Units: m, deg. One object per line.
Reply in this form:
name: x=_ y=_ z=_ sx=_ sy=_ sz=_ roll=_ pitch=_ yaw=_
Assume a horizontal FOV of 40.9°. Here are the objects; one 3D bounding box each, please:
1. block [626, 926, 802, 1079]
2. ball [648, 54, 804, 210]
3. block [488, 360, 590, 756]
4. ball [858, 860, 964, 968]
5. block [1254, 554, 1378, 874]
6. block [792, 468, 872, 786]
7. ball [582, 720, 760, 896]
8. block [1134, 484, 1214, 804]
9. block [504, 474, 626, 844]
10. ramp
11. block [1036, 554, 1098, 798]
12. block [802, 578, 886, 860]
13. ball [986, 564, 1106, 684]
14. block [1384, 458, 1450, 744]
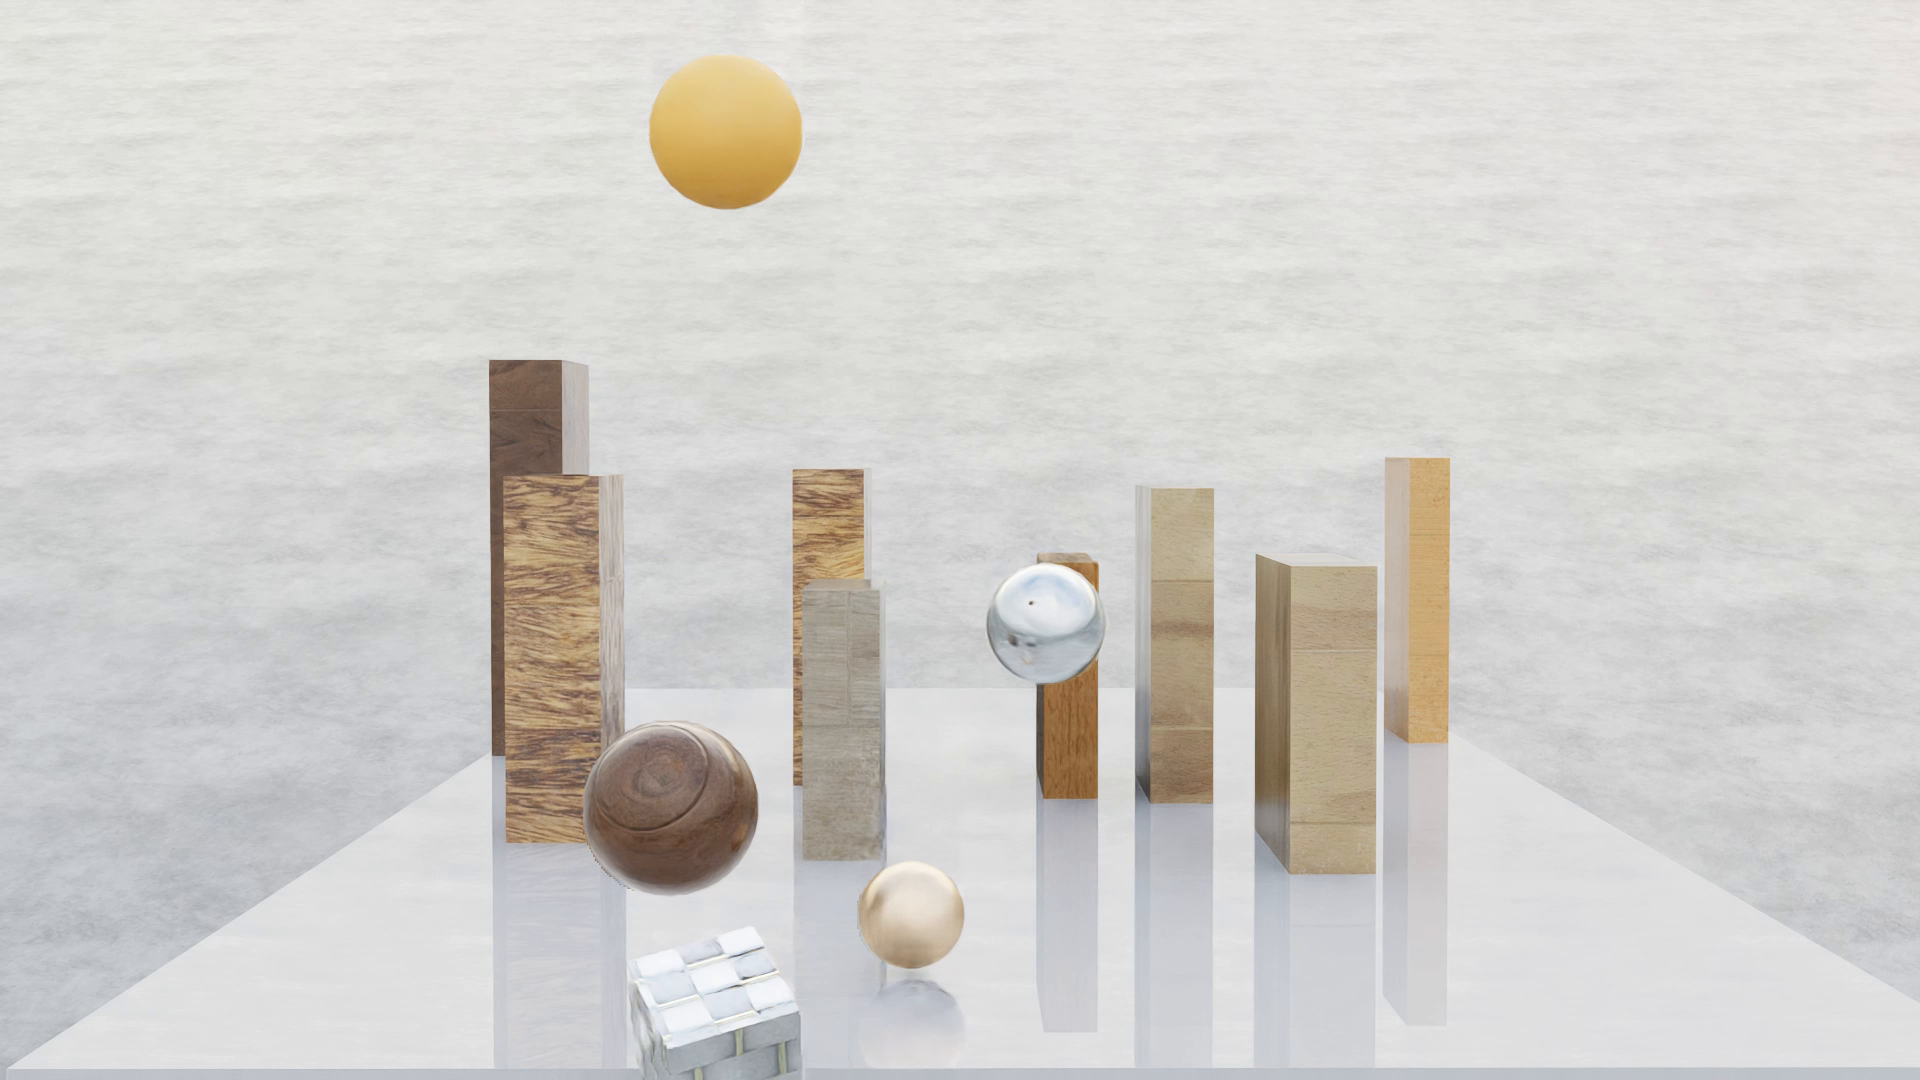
block: x=-0.237 y=0.479 z=2.491 sx=0.130 sy=0.130 sz=0.130 roll=-13 pitch=35 yaw=-20
ball: x=-0.234 y=-0.408 z=2.574 sx=0.154 sy=0.154 sz=0.154 roll=0 pitch=24 yaw=0
block: x=-0.858 y=0.030 z=5.287 sx=0.144 sy=0.786 sz=0.374 roll=0 pitch=2 yaw=0
ball: x=-0.056 y=0.436 z=2.997 sx=0.124 sy=0.124 sz=0.124 roll=0 pitch=24 yaw=0
block: x=0.535 y=0.251 z=3.906 sx=0.124 sy=0.443 sz=0.437 roll=0 pitch=2 yaw=0
block: x=-0.238 y=0.151 z=4.865 sx=0.129 sy=0.573 sz=0.423 roll=0 pitch=2 yaw=0
ball: x=-0.327 y=0.303 z=2.918 sx=0.199 sy=0.199 sz=0.199 roll=0 pitch=24 yaw=0
block: x=0.381 y=0.175 z=4.612 sx=0.108 sy=0.542 sz=0.387 roll=0 pitch=2 yaw=0
block: x=-0.631 y=0.180 z=4.131 sx=0.147 sy=0.568 sz=0.300 roll=0 pitch=2 yaw=0
ramp: x=0.055 y=0.499 z=4.546 sx=2.000 sy=0.100 sz=4.000 roll=0 pitch=2 yaw=0
block: x=0.193 y=0.238 z=4.695 sx=0.094 sy=0.410 sz=0.426 roll=0 pitch=2 yaw=0
block: x=-0.176 y=0.269 z=3.974 sx=0.114 sy=0.401 sz=0.329 roll=0 pitch=2 yaw=0
ball: x=0.103 y=0.100 z=3.087 sx=0.144 sy=0.144 sz=0.144 roll=0 pitch=24 yaw=0
block: x=0.969 y=0.120 z=5.472 sx=0.083 sy=0.590 sz=0.308 roll=0 pitch=2 yaw=0
